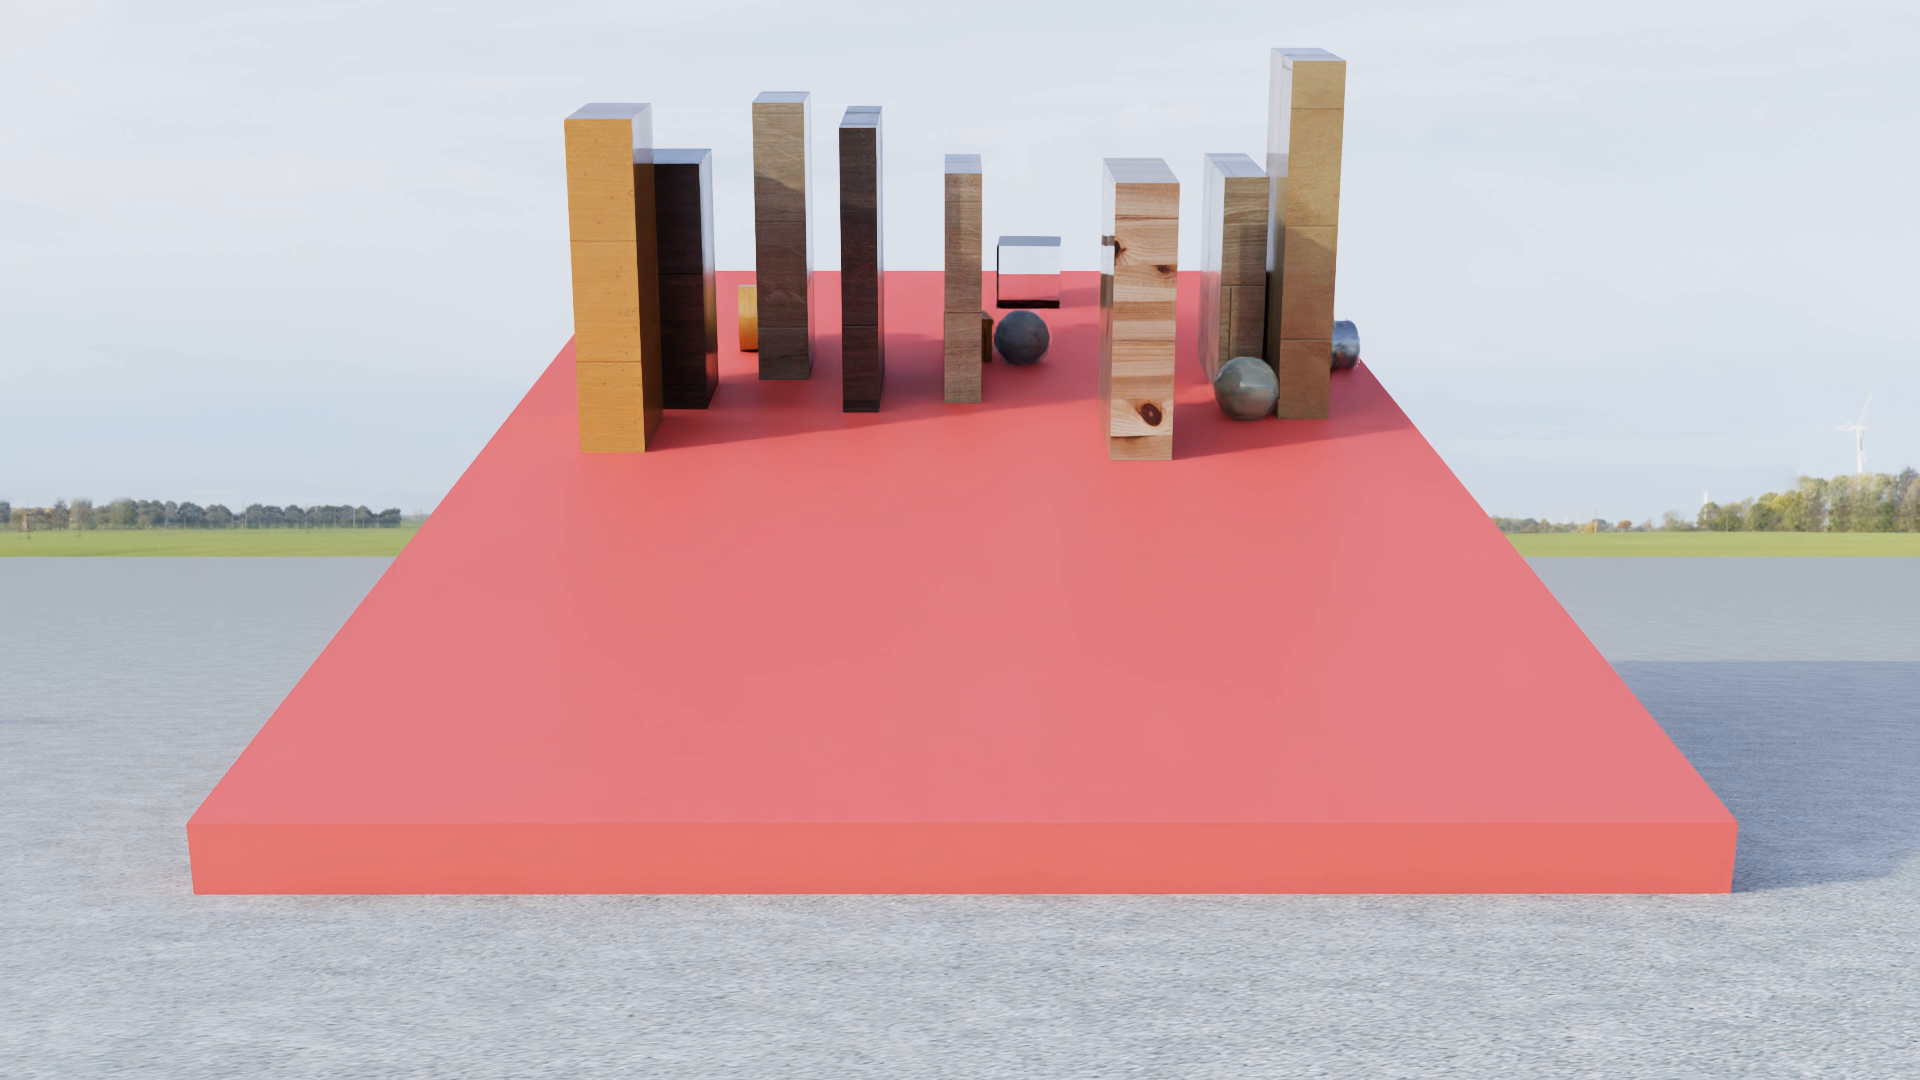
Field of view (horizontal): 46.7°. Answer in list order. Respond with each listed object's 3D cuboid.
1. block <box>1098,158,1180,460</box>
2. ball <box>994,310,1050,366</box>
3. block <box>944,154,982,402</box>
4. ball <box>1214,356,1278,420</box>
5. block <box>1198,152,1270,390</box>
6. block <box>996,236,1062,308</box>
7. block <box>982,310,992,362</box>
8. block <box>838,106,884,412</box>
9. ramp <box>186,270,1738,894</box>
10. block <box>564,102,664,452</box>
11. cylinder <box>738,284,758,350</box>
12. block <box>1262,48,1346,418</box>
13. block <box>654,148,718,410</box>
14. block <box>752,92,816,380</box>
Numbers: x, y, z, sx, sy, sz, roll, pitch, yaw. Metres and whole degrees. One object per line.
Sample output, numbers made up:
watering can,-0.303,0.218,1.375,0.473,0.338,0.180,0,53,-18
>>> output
block,0.373,-0.495,4.691,0.128,0.571,0.393,0,17,0
ball,0.151,-0.494,5.431,0.135,0.135,0.135,0,0,0
block,0.006,-0.611,5.151,0.084,0.521,0.334,0,17,0
ball,0.631,-0.335,4.903,0.142,0.142,0.142,0,0,0
block,0.642,-0.632,5.249,0.101,0.506,0.428,0,17,0
block,0.193,-0.746,6.187,0.172,0.172,0.172,1,17,3
block,0.020,-0.503,5.506,0.107,0.107,0.107,-2,17,-8
block,-0.222,-0.653,5.100,0.081,0.631,0.445,0,17,0
ramp,-0.003,-0.175,4.790,2.000,0.100,4.000,0,17,0
block,-0.725,-0.558,4.693,0.134,0.688,0.315,0,17,0
cylinder,-0.473,-0.560,5.594,0.164,0.164,0.164,-1,0,-4
block,0.759,-0.690,4.975,0.114,0.779,0.339,0,17,0
block,-0.642,-0.596,5.053,0.144,0.550,0.266,0,17,0
block,-0.419,-0.731,5.320,0.119,0.650,0.259,0,17,0
